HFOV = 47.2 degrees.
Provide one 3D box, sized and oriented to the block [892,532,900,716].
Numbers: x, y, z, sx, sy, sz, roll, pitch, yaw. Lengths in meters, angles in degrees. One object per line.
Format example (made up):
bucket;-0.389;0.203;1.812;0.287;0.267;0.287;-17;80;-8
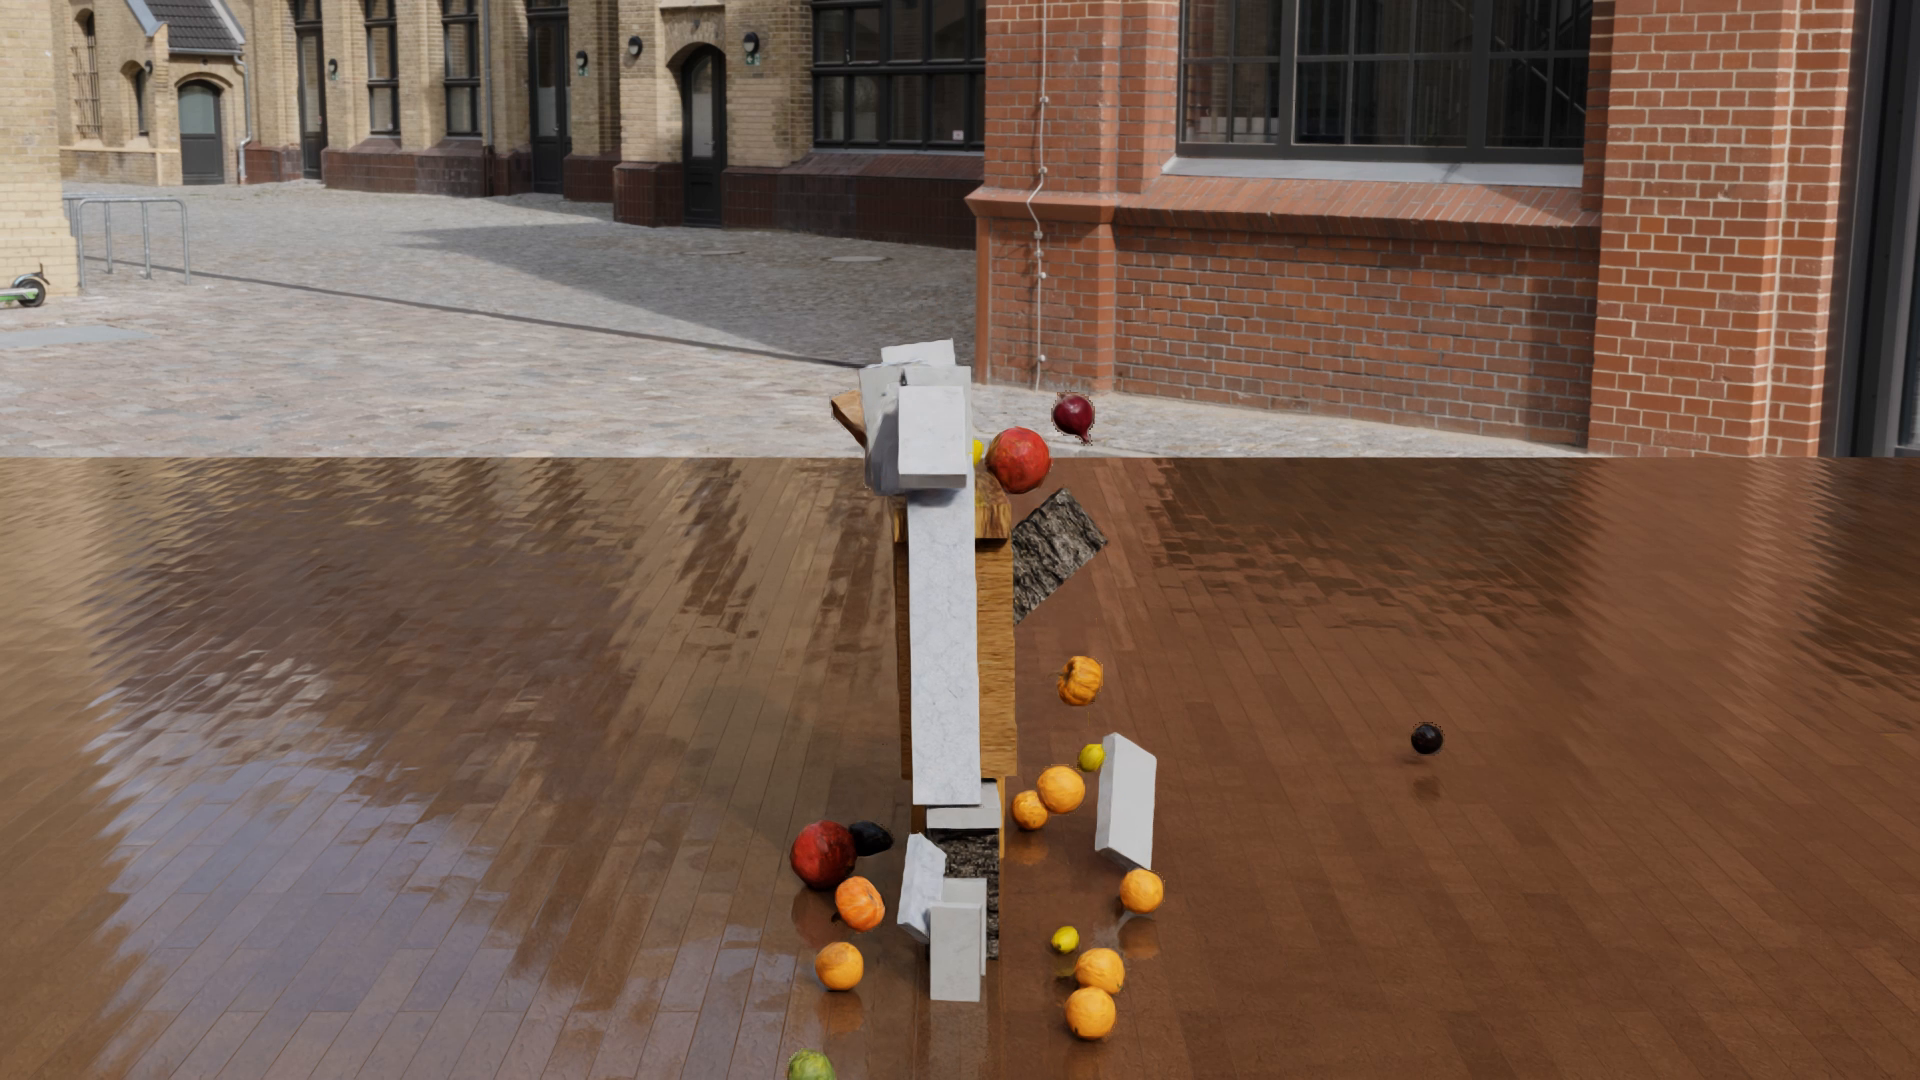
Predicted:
block;-0.016;0.130;3.655;0.179;0.358;0.051;-3;5;-8

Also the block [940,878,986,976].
block;0.003;0.582;3.312;0.072;0.145;0.021;1;6;4

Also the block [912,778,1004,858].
block;-0.004;0.394;3.837;0.162;0.323;0.046;0;12;0

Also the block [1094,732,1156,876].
block;0.286;0.453;3.778;0.031;0.220;0.110;-25;-45;38

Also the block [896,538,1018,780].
block;-0.006;0.180;3.420;0.179;0.376;0.051;-1;1;-1

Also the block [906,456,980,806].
block;-0.025;0.134;3.310;0.101;0.523;0.029;-1;-5;-3

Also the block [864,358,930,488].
block;-0.102;-0.189;3.550;0.100;0.201;0.028;-11;26;-26

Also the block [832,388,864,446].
block;-0.114;-0.196;3.847;0.124;0.035;0.247;-24;41;-18

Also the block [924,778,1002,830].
block;0.001;0.395;3.393;0.112;0.032;0.224;0;11;-2

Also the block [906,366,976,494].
block;-0.031;-0.169;3.433;0.101;0.202;0.029;-2;-4;-3

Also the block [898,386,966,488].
block;-0.043;-0.157;3.330;0.101;0.029;0.202;0;43;-2

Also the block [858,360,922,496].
block;-0.098;-0.176;3.475;0.100;0.201;0.028;-8;8;-8

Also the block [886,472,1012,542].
block;-0.022;-0.056;3.524;0.179;0.051;0.358;-2;10;-3

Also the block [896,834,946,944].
block;-0.056;0.515;3.250;0.021;0.145;0.072;-16;-41;30

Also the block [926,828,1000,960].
block;0.003;0.533;3.356;0.112;0.224;0.032;0;17;0

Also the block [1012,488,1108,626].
block;0.106;0.053;3.783;0.310;0.124;0.035;-41;8;-20

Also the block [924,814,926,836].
block;0.000;0.506;3.502;0.112;0.224;0.032;0;17;0

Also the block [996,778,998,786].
block;0.001;0.482;3.595;0.120;0.239;0.034;0;11;-1

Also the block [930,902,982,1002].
block;-0.006;0.601;3.211;0.072;0.145;0.021;2;13;6

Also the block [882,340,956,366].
block;-0.058;-0.223;3.757;0.124;0.247;0.035;-7;-28;-2
